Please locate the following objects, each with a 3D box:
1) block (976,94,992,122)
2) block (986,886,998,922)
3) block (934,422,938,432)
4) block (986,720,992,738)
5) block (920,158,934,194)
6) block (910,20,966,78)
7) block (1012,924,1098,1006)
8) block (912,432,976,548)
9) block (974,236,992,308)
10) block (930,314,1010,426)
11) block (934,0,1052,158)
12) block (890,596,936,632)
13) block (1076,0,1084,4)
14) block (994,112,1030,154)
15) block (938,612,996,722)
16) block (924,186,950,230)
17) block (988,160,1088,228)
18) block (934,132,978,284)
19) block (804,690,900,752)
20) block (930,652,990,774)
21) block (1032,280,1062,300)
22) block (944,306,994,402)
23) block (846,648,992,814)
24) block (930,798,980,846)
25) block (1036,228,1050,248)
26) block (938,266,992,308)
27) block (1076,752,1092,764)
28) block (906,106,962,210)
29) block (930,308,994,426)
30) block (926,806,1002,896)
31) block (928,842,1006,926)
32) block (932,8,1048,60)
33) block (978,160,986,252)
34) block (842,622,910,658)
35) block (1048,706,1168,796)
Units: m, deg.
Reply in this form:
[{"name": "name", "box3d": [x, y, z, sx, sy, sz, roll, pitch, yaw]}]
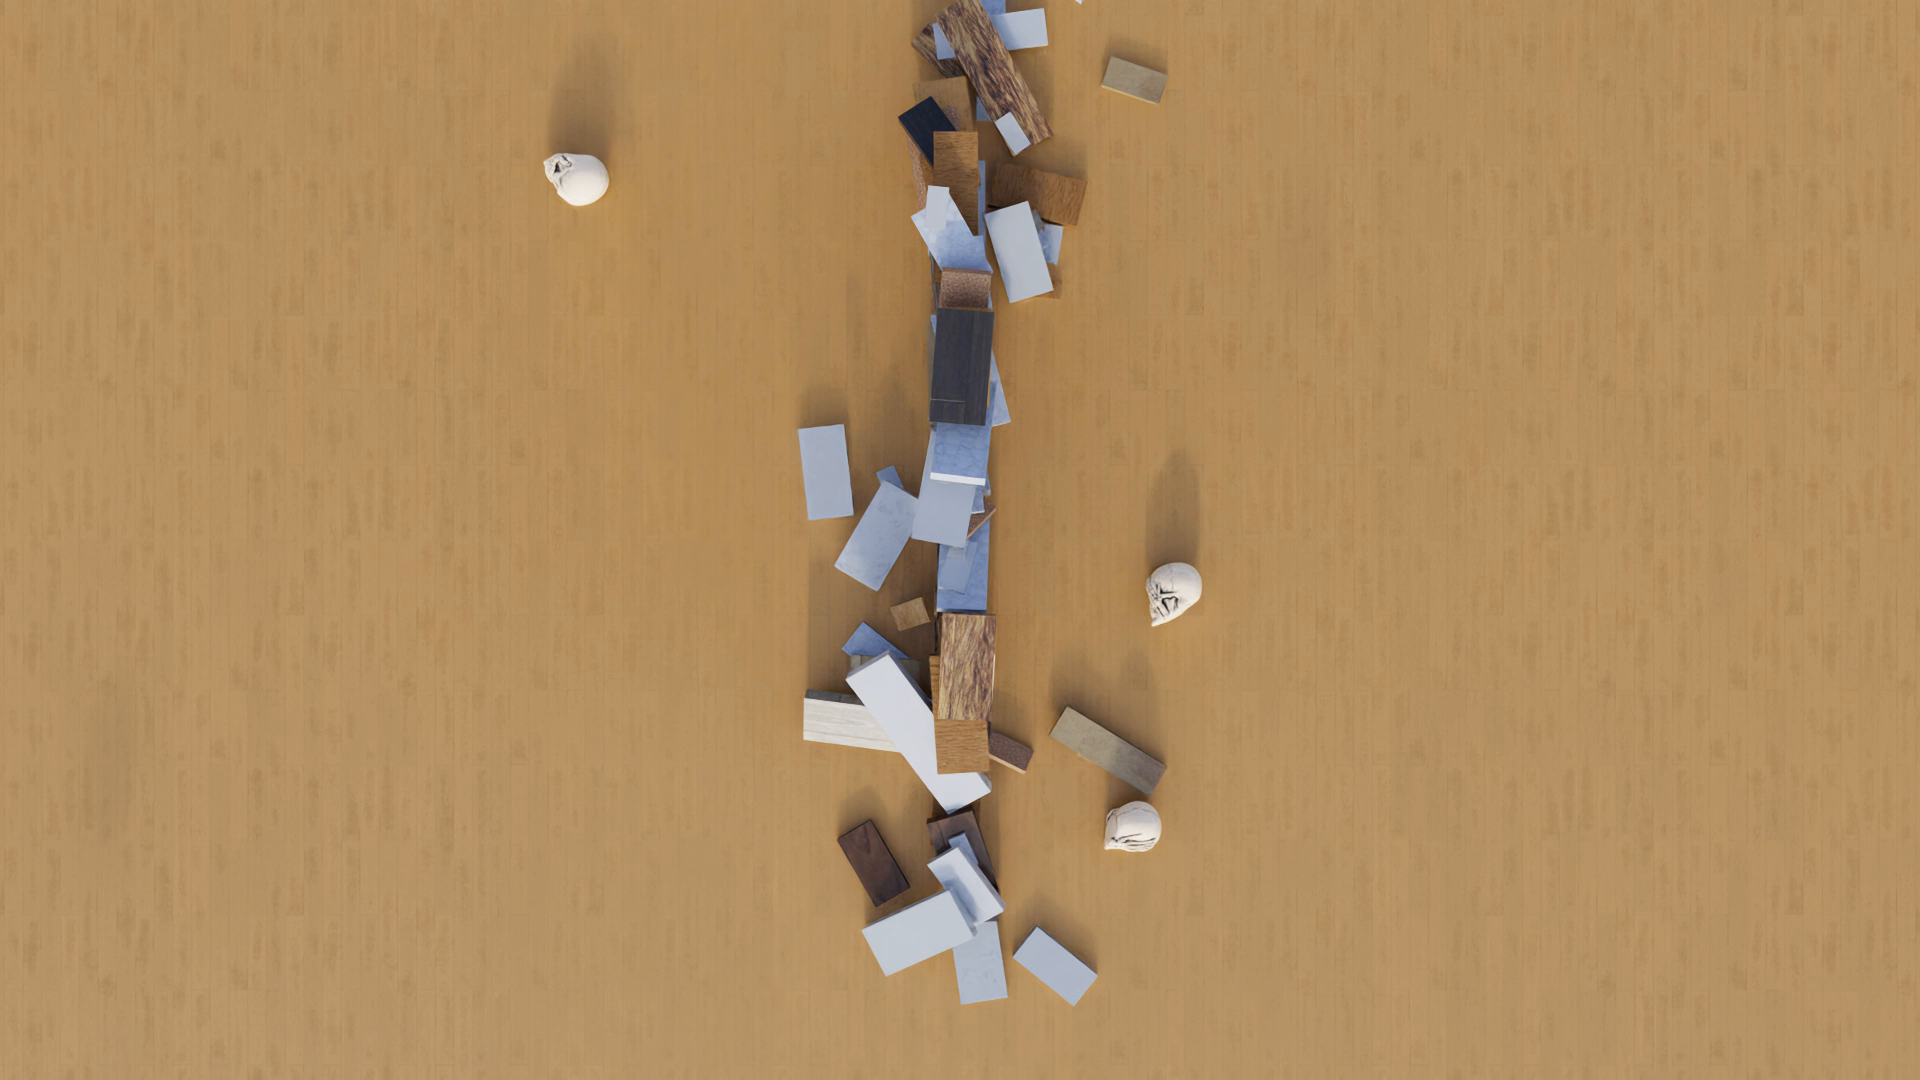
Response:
[{"name": "block", "box3d": [0.107, -1.496, 5.486, 0.100, 0.028, 0.201, 1, 90, 0]}, {"name": "block", "box3d": [0.097, 1.200, 5.438, 0.058, 0.016, 0.115, -2, 100, 0]}, {"name": "block", "box3d": [0.006, -0.426, 5.255, 0.168, 0.048, 0.336, 3, 83, 1]}, {"name": "block", "box3d": [0.060, 0.554, 5.318, 0.085, 0.024, 0.169, 2, 78, -1]}, {"name": "block", "box3d": [-0.039, -1.107, 5.285, 0.128, 0.036, 0.256, -13, 91, 0]}, {"name": "block", "box3d": [-0.056, -1.617, 5.486, 0.201, 0.028, 0.100, 42, 90, 0]}, {"name": "block", "box3d": [0.316, 1.413, 5.482, 0.259, 0.037, 0.130, 39, 90, 0]}, {"name": "block", "box3d": [-0.038, -0.157, 5.182, 0.170, 0.048, 0.339, 10, 87, 1]}, {"name": "block", "box3d": [0.021, -0.811, 5.197, 0.139, 0.039, 0.277, -8, 98, 0]}, {"name": "block", "box3d": [0.033, -0.551, 5.322, 0.168, 0.048, 0.393, -14, 88, -1]}, {"name": "block", "box3d": [0.112, -1.528, 5.429, 0.152, 0.043, 0.520, -30, 98, 3]}, {"name": "block", "box3d": [-0.157, 0.242, 5.429, 0.024, 0.169, 0.085, -20, 90, -42]}, {"name": "block", "box3d": [0.340, -1.899, 5.484, 0.230, 0.033, 0.115, 34, 90, 0]}, {"name": "block", "box3d": [0.173, -1.339, 5.428, 0.062, 0.018, 0.124, -33, 98, 4]}, {"name": "block", "box3d": [0.022, 0.397, 5.187, 0.167, 0.047, 0.335, 3, 97, -1]}, {"name": "block", "box3d": [-0.072, -1.026, 5.096, 0.065, 0.018, 0.130, 6, 98, -2]}, {"name": "block", "box3d": [0.258, -1.148, 5.479, 0.303, 0.043, 0.152, 14, 90, 0]}, {"name": "block", "box3d": [-0.013, -1.046, 5.203, 0.139, 0.039, 0.469, 0, 98, -1]}, {"name": "block", "box3d": [-0.230, 0.609, 5.412, 0.564, 0.049, 0.174, 7, 123, 4]}, {"name": "block", "box3d": [-0.001, 0.549, 5.253, 0.167, 0.047, 0.385, -4, 97, 0]}, {"name": "block", "box3d": [0.275, -0.838, 5.491, 0.124, 0.018, 0.062, 5, 90, 0]}, {"name": "block", "box3d": [0.020, -0.570, 5.116, 0.151, 0.043, 0.302, 2, 98, -2]}, {"name": "block", "box3d": [-0.130, 0.623, 5.336, 0.170, 0.048, 0.579, -31, 105, 18]}, {"name": "block", "box3d": [-0.010, 0.858, 5.478, 0.157, 0.044, 0.314, 4, 90, 0]}, {"name": "block", "box3d": [0.225, -0.982, 5.480, 0.130, 0.018, 0.065, -24, 85, 7]}, {"name": "block", "box3d": [0.007, -0.696, 5.155, 0.151, 0.043, 0.302, 5, 118, -3]}, {"name": "block", "box3d": [0.440, 0.681, 5.492, 0.058, 0.016, 0.115, 33, 90, 0]}, {"name": "block", "box3d": [-0.066, -1.206, 5.328, 0.176, 0.050, 0.353, -10, 90, 0]}, {"name": "block", "box3d": [0.005, -0.533, 5.074, 0.174, 0.049, 0.347, 4, 97, -2]}, {"name": "block", "box3d": [0.013, 1.047, 5.439, 0.157, 0.044, 0.314, -17, 102, 5]}, {"name": "block", "box3d": [0.023, 1.129, 5.394, 0.130, 0.037, 0.259, -34, 94, 23]}, {"name": "block", "box3d": [0.101, -1.669, 5.447, 0.368, 0.033, 0.115, -8, 98, 0]}, {"name": "block", "box3d": [-0.004, -1.076, 5.475, 0.176, 0.050, 0.353, 0, 90, 0]}, {"name": "block", "box3d": [-0.267, 0.387, 5.484, 0.230, 0.033, 0.115, 38, 90, 0]}, {"name": "block", "box3d": [0.491, 0.698, 5.469, 0.394, 0.033, 0.115, 32, 90, -4]}]
